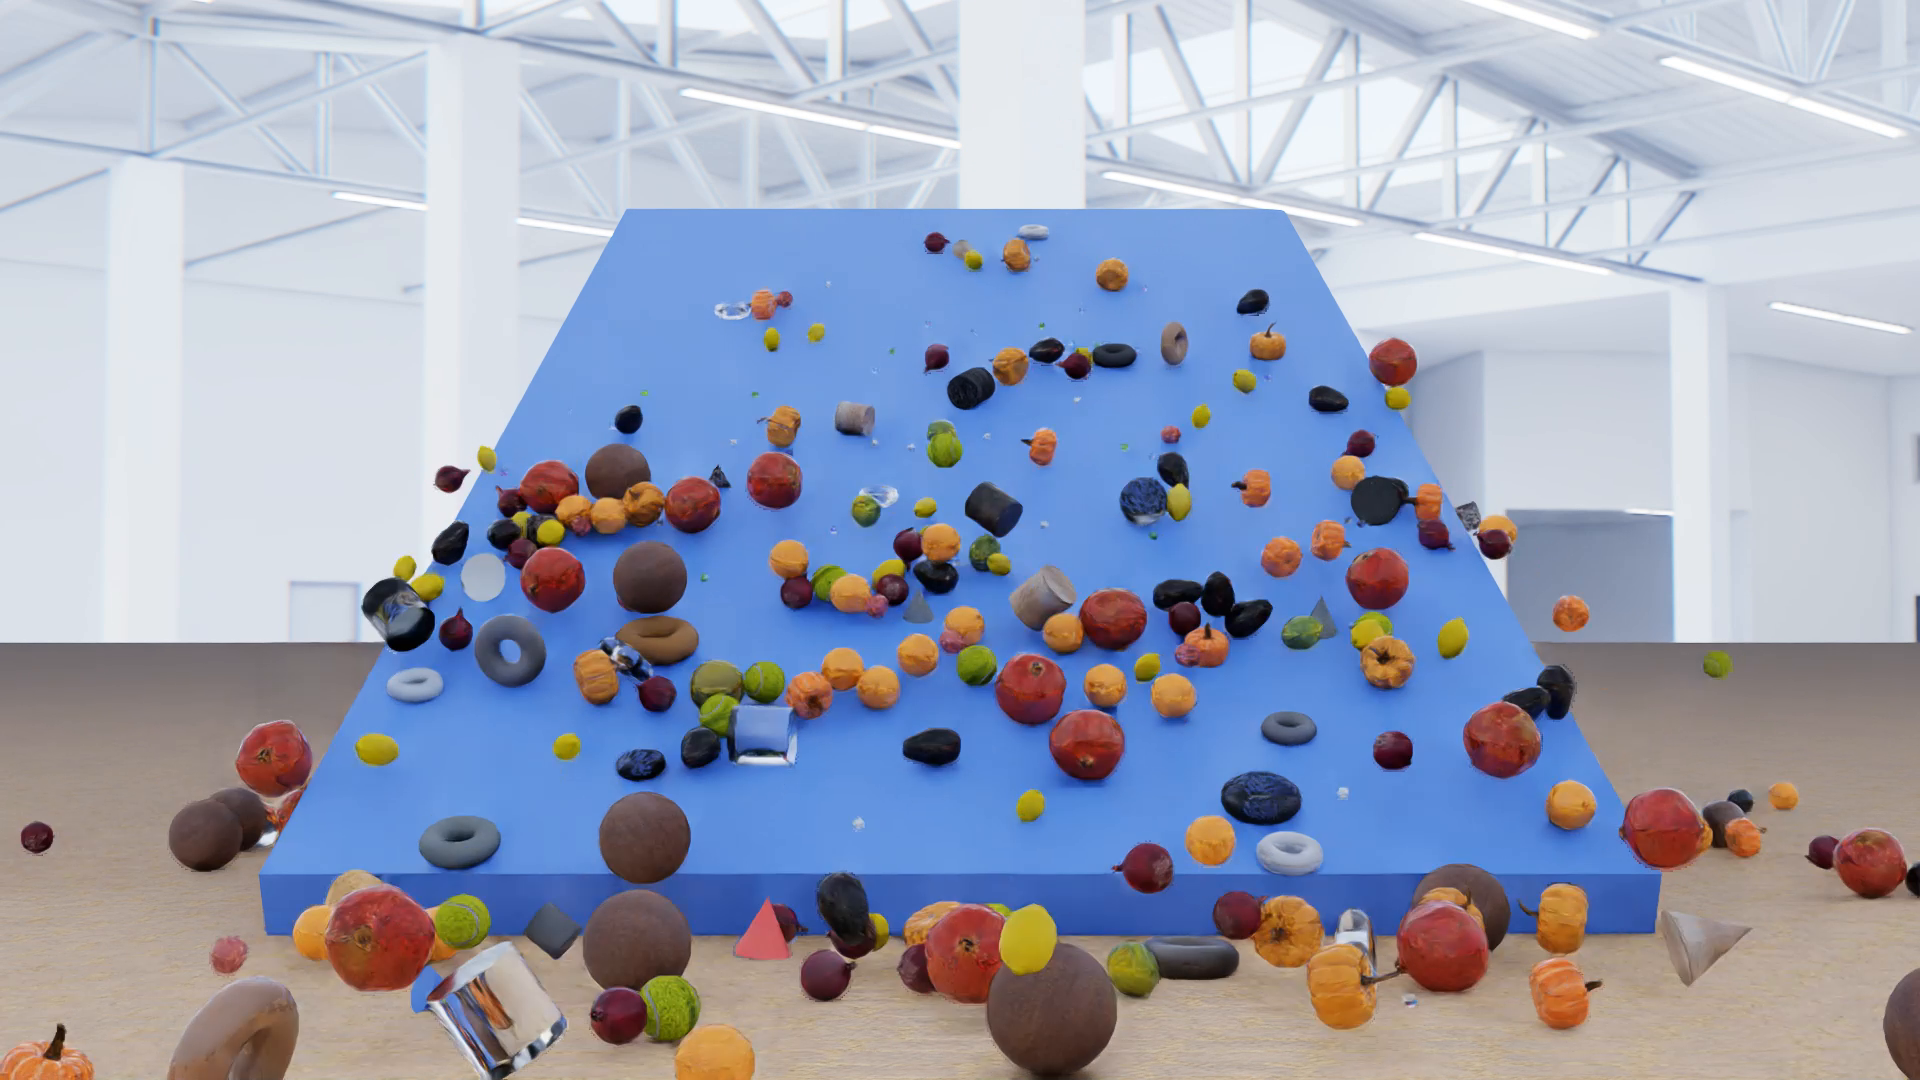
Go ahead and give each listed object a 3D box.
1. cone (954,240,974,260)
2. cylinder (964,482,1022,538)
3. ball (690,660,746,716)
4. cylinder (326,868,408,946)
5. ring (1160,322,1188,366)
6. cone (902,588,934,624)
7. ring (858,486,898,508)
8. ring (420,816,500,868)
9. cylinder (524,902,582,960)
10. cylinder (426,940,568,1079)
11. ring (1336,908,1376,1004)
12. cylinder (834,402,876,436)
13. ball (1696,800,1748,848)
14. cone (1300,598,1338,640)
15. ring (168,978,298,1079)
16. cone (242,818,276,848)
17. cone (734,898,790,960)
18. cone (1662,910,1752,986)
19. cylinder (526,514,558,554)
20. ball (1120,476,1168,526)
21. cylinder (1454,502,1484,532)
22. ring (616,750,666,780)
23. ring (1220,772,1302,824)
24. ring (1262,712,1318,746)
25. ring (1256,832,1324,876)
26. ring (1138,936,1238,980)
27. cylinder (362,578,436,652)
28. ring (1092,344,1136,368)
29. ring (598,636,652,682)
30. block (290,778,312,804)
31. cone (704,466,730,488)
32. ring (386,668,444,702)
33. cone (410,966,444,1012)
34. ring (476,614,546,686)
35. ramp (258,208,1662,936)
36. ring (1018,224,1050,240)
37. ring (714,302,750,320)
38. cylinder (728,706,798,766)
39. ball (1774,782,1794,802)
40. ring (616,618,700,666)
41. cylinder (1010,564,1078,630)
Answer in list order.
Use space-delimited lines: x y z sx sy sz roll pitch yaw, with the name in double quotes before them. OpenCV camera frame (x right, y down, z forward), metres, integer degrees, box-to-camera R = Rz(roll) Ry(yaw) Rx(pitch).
"cone" 0.002 -0.808 6.446 0.058 0.058 0.058 1 -6 -14
"cylinder" 0.062 -0.057 4.275 0.077 0.077 0.077 36 15 26
"ball" -0.396 0.240 3.736 0.091 0.091 0.091 0 -2 0
"cylinder" -0.806 0.499 3.118 0.079 0.079 0.079 22 11 35
"ring" 0.511 -0.469 5.476 0.035 0.106 0.106 3 -1 32
"cone" -0.074 0.112 4.100 0.058 0.058 0.058 0 22 0
"ring" -0.165 -0.089 4.646 0.080 0.027 0.080 0 23 0
"ring" -0.723 0.436 3.314 0.115 0.038 0.115 0 23 0
"cylinder" -0.529 0.507 2.977 0.053 0.053 0.053 37 3 7
"cylinder" -0.427 0.435 2.114 0.092 0.092 0.092 -32 8 5
"ring" 0.460 0.483 2.663 0.037 0.111 0.111 -6 -4 16
"cylinder" -0.230 -0.266 5.027 0.068 0.068 0.068 9 1 21
"ball" 1.547 0.577 4.658 0.097 0.097 0.097 0 -2 0
"cone" 0.636 0.130 4.046 0.067 0.067 0.067 0 22 0
"ring" -0.624 0.444 1.969 0.048 0.144 0.144 20 4 17
"cone" -1.445 0.613 4.711 0.067 0.067 0.067 1 -29 -28
"cone" -0.261 0.517 3.077 0.077 0.077 0.077 6 2 0
"cone" 0.901 0.476 2.740 0.094 0.094 0.094 -15 -3 2
"cylinder" -0.802 -0.012 4.409 0.057 0.057 0.057 0 22 0
"ball" 0.363 -0.076 4.522 0.096 0.096 0.096 0 -2 0
"cylinder" 1.047 -0.046 4.737 0.054 0.054 0.054 -18 -4 -1
"ring" -0.494 0.348 3.551 0.079 0.026 0.079 -2 21 1
"ring" 0.452 0.387 3.440 0.122 0.041 0.122 0 23 0
"ring" 0.527 0.301 3.669 0.089 0.030 0.089 1 21 0
"ring" 0.474 0.450 3.292 0.098 0.033 0.098 1 21 0
"ring" 0.291 0.532 2.920 0.129 0.043 0.129 1 -1 0
"cylinder" -0.954 0.126 3.898 0.091 0.091 0.091 3 31 -47
"ring" 0.372 -0.444 5.524 0.108 0.036 0.108 -3 24 1
"ring" -0.561 0.200 3.841 0.105 0.035 0.105 32 -17 11
"block" -1.534 0.608 5.420 0.076 0.076 0.076 -12 8 -18
"cone" -0.508 -0.119 4.720 0.054 0.054 0.054 -31 0 -5
"ring" -0.905 0.241 3.809 0.094 0.031 0.094 -1 23 0
"cone" -0.595 0.523 2.643 0.054 0.054 0.054 23 -16 -35
"ring" -0.751 0.185 3.830 0.126 0.126 0.042 -1 15 14
"ramp" -0.006 -0.220 5.144 2.000 0.100 4.000 0 22 0
"ring" 0.215 -0.893 6.654 0.091 0.030 0.091 1 21 0
"ring" -0.585 -0.590 5.891 0.093 0.031 0.093 1 22 0
"cylinder" -0.306 0.304 3.565 0.093 0.093 0.093 2 -2 6
"ball" 2.143 0.655 5.963 0.051 0.051 0.051 0 -2 0
"ring" -0.524 0.174 3.957 0.146 0.049 0.146 0 21 0
"cylinder" 0.146 0.101 4.020 0.084 0.084 0.084 -40 -23 27
